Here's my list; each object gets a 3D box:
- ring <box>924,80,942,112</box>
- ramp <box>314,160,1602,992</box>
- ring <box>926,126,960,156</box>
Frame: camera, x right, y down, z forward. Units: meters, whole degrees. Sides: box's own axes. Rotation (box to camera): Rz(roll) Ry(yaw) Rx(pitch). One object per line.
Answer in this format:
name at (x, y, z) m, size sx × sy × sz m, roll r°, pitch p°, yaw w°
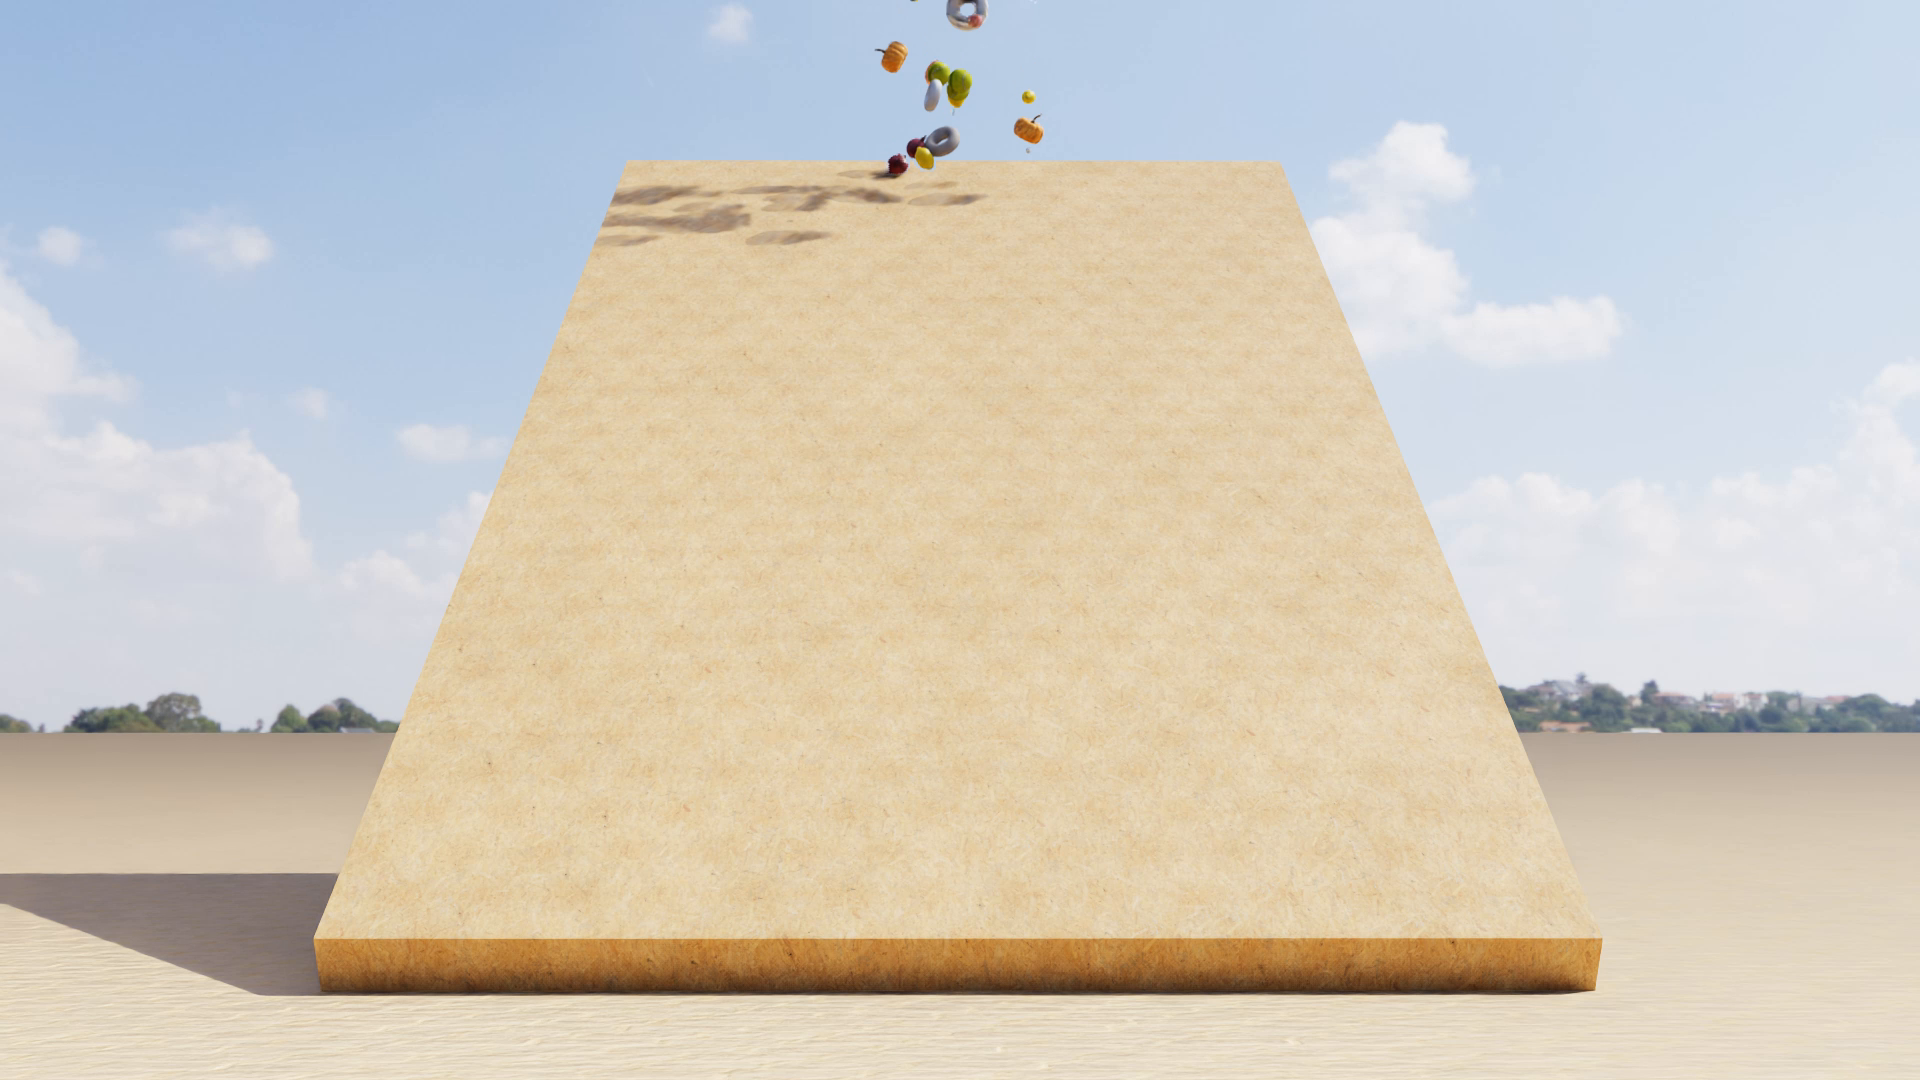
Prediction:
ring at (-0.077, -1.266, 6.731) m, size 0.031 × 0.094 × 0.094 m, roll 15°, pitch -8°, yaw -13°
ramp at (-0.010, -0.228, 5.477) m, size 2.000 × 0.100 × 4.000 m, roll 0°, pitch 26°, yaw 0°
ring at (-0.051, -1.175, 6.967) m, size 0.112 × 0.112 × 0.037 m, roll -2°, pitch -38°, yaw 28°
